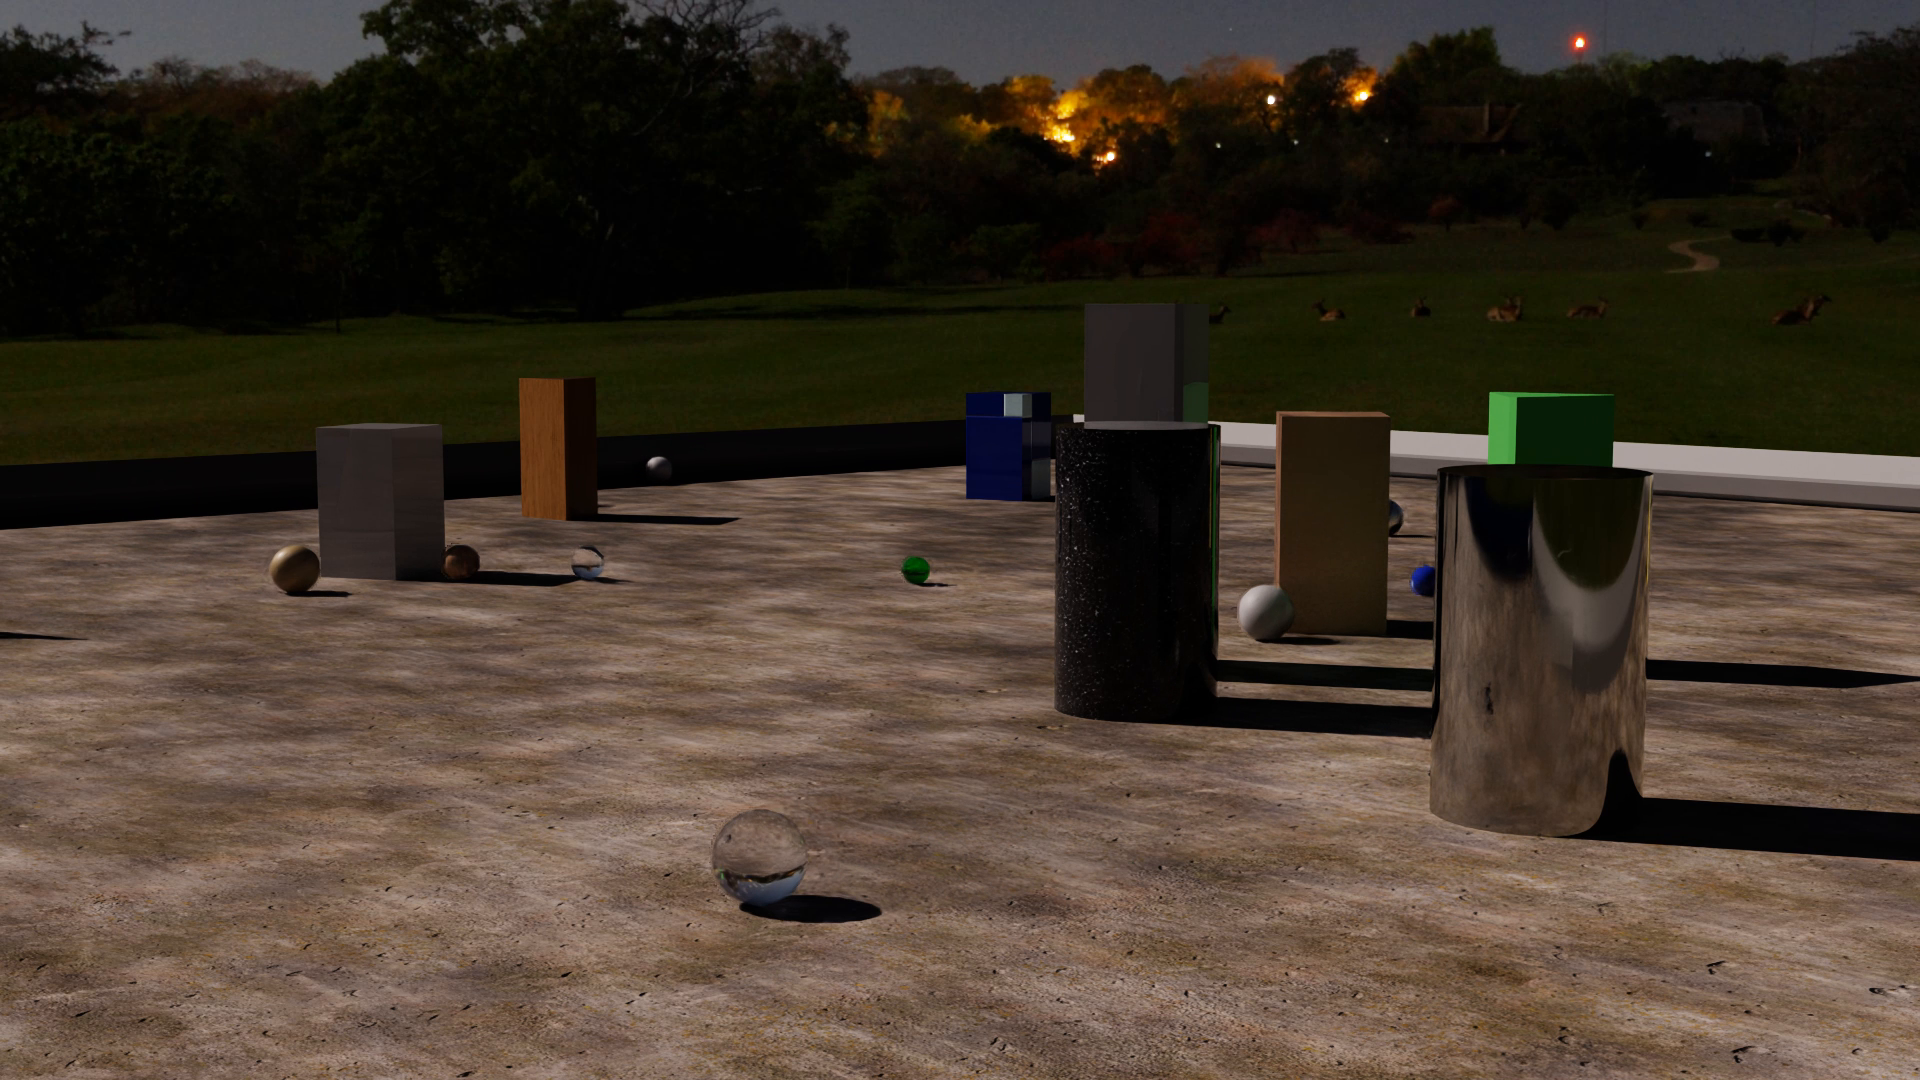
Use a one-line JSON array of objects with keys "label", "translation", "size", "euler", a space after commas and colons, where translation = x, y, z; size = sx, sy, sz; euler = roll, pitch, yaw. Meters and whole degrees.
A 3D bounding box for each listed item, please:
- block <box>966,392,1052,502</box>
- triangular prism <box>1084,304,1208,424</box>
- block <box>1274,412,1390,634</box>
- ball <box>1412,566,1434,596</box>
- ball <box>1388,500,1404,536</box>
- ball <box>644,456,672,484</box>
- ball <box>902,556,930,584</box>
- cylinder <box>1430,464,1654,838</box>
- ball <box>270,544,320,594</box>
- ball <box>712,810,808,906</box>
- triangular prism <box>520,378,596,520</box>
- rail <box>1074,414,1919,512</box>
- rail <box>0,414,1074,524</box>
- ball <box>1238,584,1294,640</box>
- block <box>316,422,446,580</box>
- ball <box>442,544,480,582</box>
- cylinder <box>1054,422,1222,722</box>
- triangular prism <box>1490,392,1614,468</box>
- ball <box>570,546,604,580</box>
[{"label": "block", "translation": [0.113, -0.219, 5.088], "size": [0.145, 0.243, 0.145], "euler": [3, 7, 29]}, {"label": "triangular prism", "translation": [0.256, -0.067, 2.707], "size": [0.136, 0.446, 0.157], "euler": [-5, 8, -42]}, {"label": "block", "translation": [0.513, -0.027, 3.044], "size": [0.145, 0.295, 0.145], "euler": [1, 6, 5]}, {"label": "ball", "translation": [0.717, 0.063, 3.380], "size": [0.046, 0.046, 0.046], "euler": [0, 6, 0]}, {"label": "ball", "translation": [0.824, -0.043, 4.257], "size": [0.070, 0.070, 0.070], "euler": [0, 6, 0]}, {"label": "ball", "translation": [-0.752, -0.173, 5.482], "size": [0.069, 0.069, 0.069], "euler": [0, 6, 0]}, {"label": "ball", "translation": [-0.070, 0.049, 3.516], "size": [0.045, 0.045, 0.045], "euler": [0, 6, 0]}, {"label": "cylinder", "translation": [0.506, 0.090, 1.920], "size": [0.181, 0.301, 0.181], "euler": [0, 6, 0]}, {"label": "ball", "translation": [-1.030, 0.045, 3.406], "size": [0.075, 0.075, 0.075], "euler": [0, 6, 0]}, {"label": "ball", "translation": [-0.149, 0.236, 1.635], "size": [0.072, 0.072, 0.072], "euler": [0, 6, 0]}, {"label": "triangular prism", "translation": [-0.823, -0.196, 4.642], "size": [0.157, 0.292, 0.136], "euler": [5, 8, 42]}, {"label": "rail", "translation": [1.793, -0.145, 4.977], "size": [0.045, 0.118, 4.339], "euler": [-6, 8, -42]}, {"label": "rail", "translation": [-1.455, -0.137, 4.901], "size": [4.926, 0.118, 0.045], "euler": [-6, 8, -42]}, {"label": "ball", "translation": [0.408, 0.096, 2.931], "size": [0.074, 0.074, 0.074], "euler": [0, 6, 0]}, {"label": "block", "translation": [-0.958, -0.066, 3.645], "size": [0.145, 0.246, 0.145], "euler": [2, 6, 20]}, {"label": "ball", "translation": [-0.807, 0.037, 3.558], "size": [0.059, 0.059, 0.059], "euler": [0, 6, 0]}, {"label": "cylinder", "translation": [0.195, 0.030, 2.427], "size": [0.181, 0.313, 0.181], "euler": [0, 6, 0]}, {"label": "triangular prism", "translation": [0.705, -0.015, 2.748], "size": [0.157, 0.335, 0.136], "euler": [-3, 7, -25]}, {"label": "ball", "translation": [-0.605, 0.038, 3.577], "size": [0.054, 0.054, 0.054], "euler": [0, 6, 0]}]
